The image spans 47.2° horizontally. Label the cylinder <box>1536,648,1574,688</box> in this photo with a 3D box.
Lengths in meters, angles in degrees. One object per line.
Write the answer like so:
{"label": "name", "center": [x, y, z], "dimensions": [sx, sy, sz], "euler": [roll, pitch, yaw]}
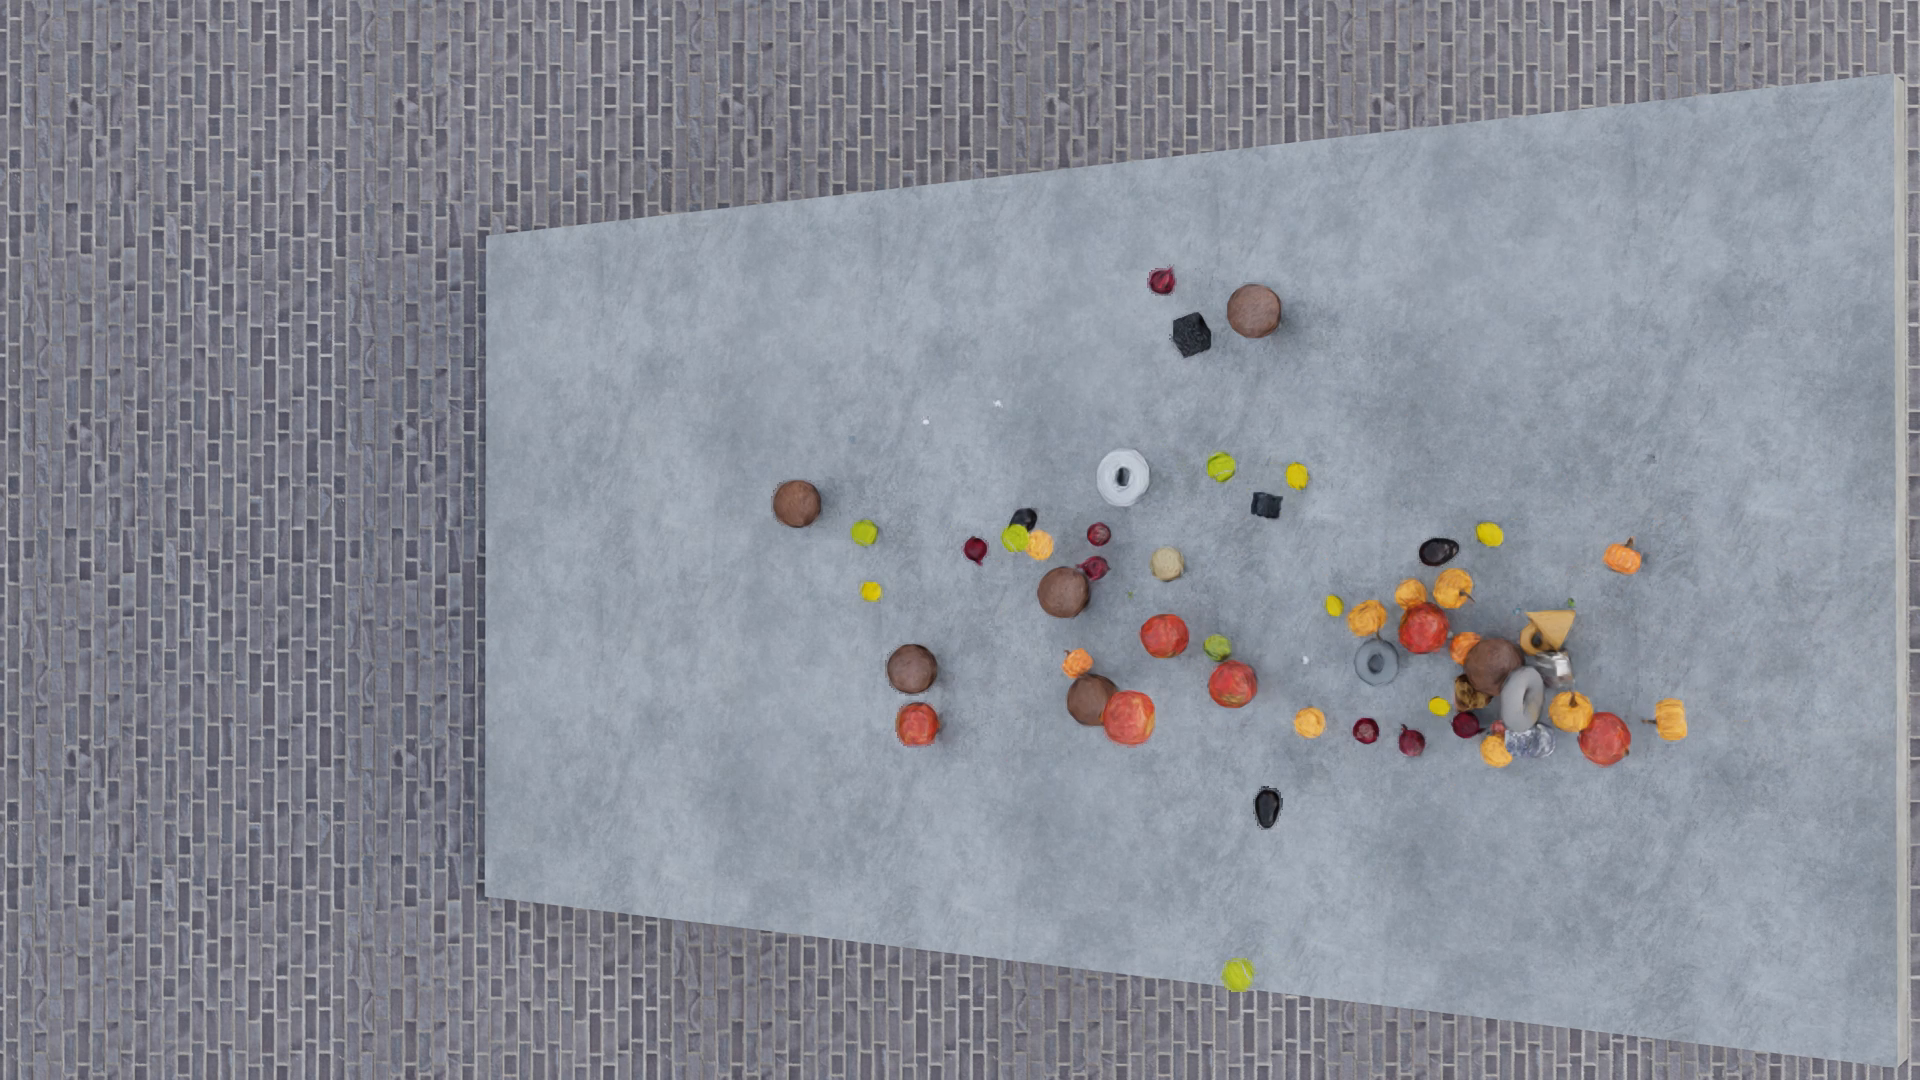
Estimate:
{"label": "cylinder", "center": [1.289, 0.278, 4.766], "dimensions": [0.070, 0.070, 0.070], "euler": [-14, 98, 0]}

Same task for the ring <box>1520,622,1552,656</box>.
{"label": "ring", "center": [1.259, 0.215, 4.799], "dimensions": [0.081, 0.027, 0.081], "euler": [-3, 103, -14]}

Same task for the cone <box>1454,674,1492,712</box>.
{"label": "cone", "center": [1.126, 0.360, 4.901], "dimensions": [0.090, 0.090, 0.090], "euler": [8, 51, -10]}

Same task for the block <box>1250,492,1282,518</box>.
{"label": "block", "center": [0.721, -0.081, 5.175], "dimensions": [0.051, 0.051, 0.051], "euler": [14, 98, 33]}

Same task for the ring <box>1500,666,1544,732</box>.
{"label": "ring", "center": [1.201, 0.341, 4.702], "dimensions": [0.049, 0.146, 0.146], "euler": [11, 89, 42]}

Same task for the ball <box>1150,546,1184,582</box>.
{"label": "ball", "center": [0.499, 0.058, 5.303], "dimensions": [0.084, 0.084, 0.084], "euler": [0, 90, 0]}

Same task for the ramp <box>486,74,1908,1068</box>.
{"label": "ramp", "center": [0.251, 0.069, 5.581], "dimensions": [4.000, 0.100, 2.000], "euler": [0, 89, 34]}

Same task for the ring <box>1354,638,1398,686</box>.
{"label": "ring", "center": [0.952, 0.279, 5.025], "dimensions": [0.109, 0.036, 0.109], "euler": [-3, 85, 34]}

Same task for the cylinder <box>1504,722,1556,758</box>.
{"label": "cylinder", "center": [1.241, 0.435, 4.788], "dimensions": [0.077, 0.077, 0.077], "euler": [2, 89, -38]}

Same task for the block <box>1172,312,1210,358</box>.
{"label": "block", "center": [0.554, -0.491, 5.258], "dimensions": [0.068, 0.068, 0.068], "euler": [-20, 125, 23]}

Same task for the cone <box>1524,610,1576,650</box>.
{"label": "cone", "center": [1.265, 0.176, 4.757], "dimensions": [0.098, 0.098, 0.098], "euler": [25, 90, 8]}

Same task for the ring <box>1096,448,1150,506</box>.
{"label": "ring", "center": [0.400, -0.154, 5.393], "dimensions": [0.145, 0.048, 0.145], "euler": [-2, 86, 36]}
